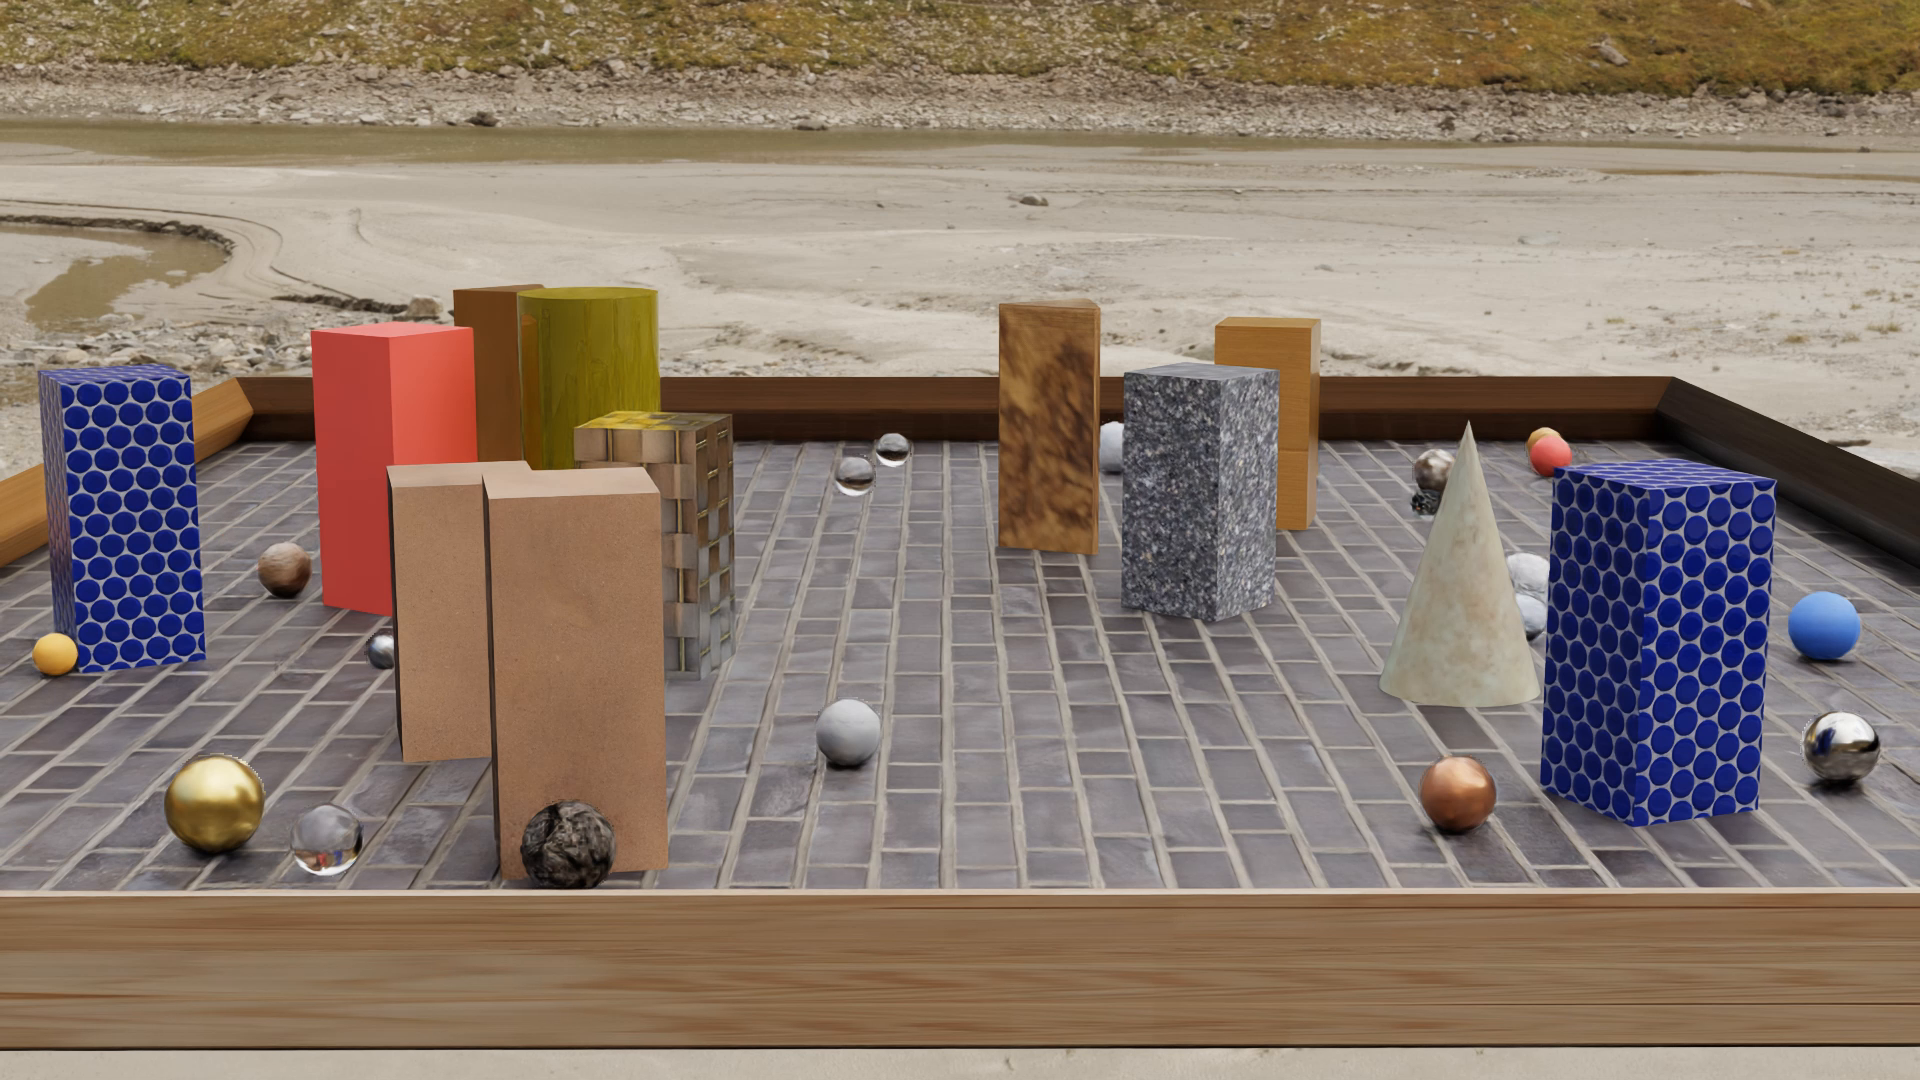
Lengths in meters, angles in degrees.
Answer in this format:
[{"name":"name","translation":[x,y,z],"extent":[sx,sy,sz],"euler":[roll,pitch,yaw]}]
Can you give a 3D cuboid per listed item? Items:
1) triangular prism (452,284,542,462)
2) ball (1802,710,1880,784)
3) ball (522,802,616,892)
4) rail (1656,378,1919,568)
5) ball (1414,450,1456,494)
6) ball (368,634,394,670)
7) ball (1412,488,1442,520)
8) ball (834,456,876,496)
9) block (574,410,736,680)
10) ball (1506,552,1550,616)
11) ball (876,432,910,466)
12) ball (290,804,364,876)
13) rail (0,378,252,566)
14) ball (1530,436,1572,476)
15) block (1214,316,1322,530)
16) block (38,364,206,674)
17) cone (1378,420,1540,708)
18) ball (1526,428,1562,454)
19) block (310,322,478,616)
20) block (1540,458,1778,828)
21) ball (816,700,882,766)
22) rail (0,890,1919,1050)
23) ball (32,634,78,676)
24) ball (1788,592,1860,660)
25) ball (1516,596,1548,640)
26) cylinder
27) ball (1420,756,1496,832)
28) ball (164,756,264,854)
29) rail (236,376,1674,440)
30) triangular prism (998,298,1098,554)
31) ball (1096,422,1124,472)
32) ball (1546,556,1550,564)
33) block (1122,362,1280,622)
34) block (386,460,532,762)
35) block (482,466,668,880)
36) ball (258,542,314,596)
[{"name":"triangular prism","translation":[-0.701,-0.219,4.113],"extent":[0.163,0.372,0.141],"euler":[3,11,16]},{"name":"ball","translation":[0.899,0.212,2.618],"extent":[0.075,0.075,0.075],"euler":[0,11,0]},{"name":"ball","translation":[-0.346,0.273,2.269],"extent":[0.083,0.083,0.083],"euler":[0,11,0]},{"name":"rail","translation":[1.374,0.030,3.457],"extent":[0.045,0.122,3.141],"euler":[0,11,0]},{"name":"ball","translation":[0.812,-0.117,4.371],"extent":[0.077,0.077,0.077],"euler":[0,11,0]},{"name":"ball","translation":[-0.697,0.136,3.111],"extent":[0.043,0.043,0.043],"euler":[0,11,0]},{"name":"ball","translation":[0.751,-0.057,4.123],"extent":[0.051,0.051,0.051],"euler":[0,11,0]},{"name":"ball","translation":[-0.178,-0.108,4.345],"extent":[0.069,0.069,0.069],"euler":[0,11,0]},{"name":"block","translation":[-0.368,0.004,3.115],"extent":[0.150,0.300,0.150],"euler":[2,11,11]},{"name":"ball","translation":[0.738,0.064,3.361],"extent":[0.093,0.093,0.093],"euler":[0,11,0]},{"name":"ball","translation":[-0.121,-0.164,4.665],"extent":[0.063,0.063,0.063],"euler":[0,11,0]},{"name":"ball","translation":[-0.574,0.271,2.324],"extent":[0.065,0.065,0.065],"euler":[0,11,0]},{"name":"rail","translation":[-1.374,0.033,3.442],"extent":[0.045,0.122,3.141],"euler":[0,11,0]},{"name":"ball","translation":[1.048,-0.148,4.551],"extent":[0.073,0.073,0.073],"euler":[0,11,0]},{"name":"block","translation":[0.490,-0.189,4.098],"extent":[0.150,0.319,0.150],"euler":[3,11,13]},{"name":"block","translation":[-1.033,-0.030,3.161],"extent":[0.150,0.352,0.150],"euler":[-6,12,-29]},{"name":"cone","translation":[0.588,0.017,2.995],"extent":[0.188,0.319,0.188],"euler":[0,11,0]},{"name":"ball","translation":[1.073,-0.173,4.705],"extent":[0.066,0.066,0.066],"euler":[0,11,0]},{"name":"block","translation":[-0.760,-0.099,3.468],"extent":[0.150,0.373,0.150],"euler":[7,13,34]},{"name":"block","translation":[0.688,0.097,2.539],"extent":[0.150,0.329,0.150],"euler":[-5,11,-23]},{"name":"ball","translation":[-0.117,0.202,2.685],"extent":[0.069,0.069,0.069],"euler":[0,11,0]},{"name":"rail","translation":[0.009,0.315,1.929],"extent":[2.796,0.122,0.045],"euler":[0,11,0]},{"name":"ball","translation":[-1.087,0.137,3.081],"extent":[0.051,0.051,0.051],"euler":[0,11,0]},{"name":"ball","translation":[1.063,0.106,3.157],"extent":[0.085,0.085,0.085],"euler":[0,11,0]},{"name":"ball","translation":[0.718,0.099,3.267],"extent":[0.058,0.058,0.058],"euler":[0,11,0]},{"name":"cylinder","translation":[-0.496,-0.122,3.460],"extent":[0.188,0.422,0.188],"euler":[0,11,0]},{"name":"ball","translation":[0.477,0.243,2.457],"extent":[0.072,0.072,0.072],"euler":[0,11,0]},{"name":"ball","translation":[-0.694,0.246,2.389],"extent":[0.090,0.090,0.090],"euler":[0,11,0]},{"name":"rail","translation":[-0.009,-0.252,4.970],"extent":[2.796,0.122,0.045],"euler":[0,11,0]},{"name":"triangular prism","translation":[0.162,-0.177,3.902],"extent":[0.163,0.368,0.141],"euler":[5,12,26]},{"name":"ball","translation":[0.278,-0.167,4.605],"extent":[0.090,0.090,0.090],"euler":[0,11,0]},{"name":"ball","translation":[0.812,0.056,3.427],"extent":[0.083,0.083,0.083],"euler":[0,11,0]},{"name":"block","translation":[0.323,-0.069,3.453],"extent":[0.150,0.319,0.150],"euler":[8,13,36]},{"name":"block","translation":[-0.532,0.073,2.764],"extent":[0.150,0.293,0.150],"euler":[-3,11,-14]},{"name":"block","translation":[-0.356,0.119,2.370],"extent":[0.150,0.348,0.150],"euler":[-2,11,-12]},{"name":"ball","translation":[-0.930,0.040,3.536],"extent":[0.075,0.075,0.075],"euler":[0,11,0]}]
